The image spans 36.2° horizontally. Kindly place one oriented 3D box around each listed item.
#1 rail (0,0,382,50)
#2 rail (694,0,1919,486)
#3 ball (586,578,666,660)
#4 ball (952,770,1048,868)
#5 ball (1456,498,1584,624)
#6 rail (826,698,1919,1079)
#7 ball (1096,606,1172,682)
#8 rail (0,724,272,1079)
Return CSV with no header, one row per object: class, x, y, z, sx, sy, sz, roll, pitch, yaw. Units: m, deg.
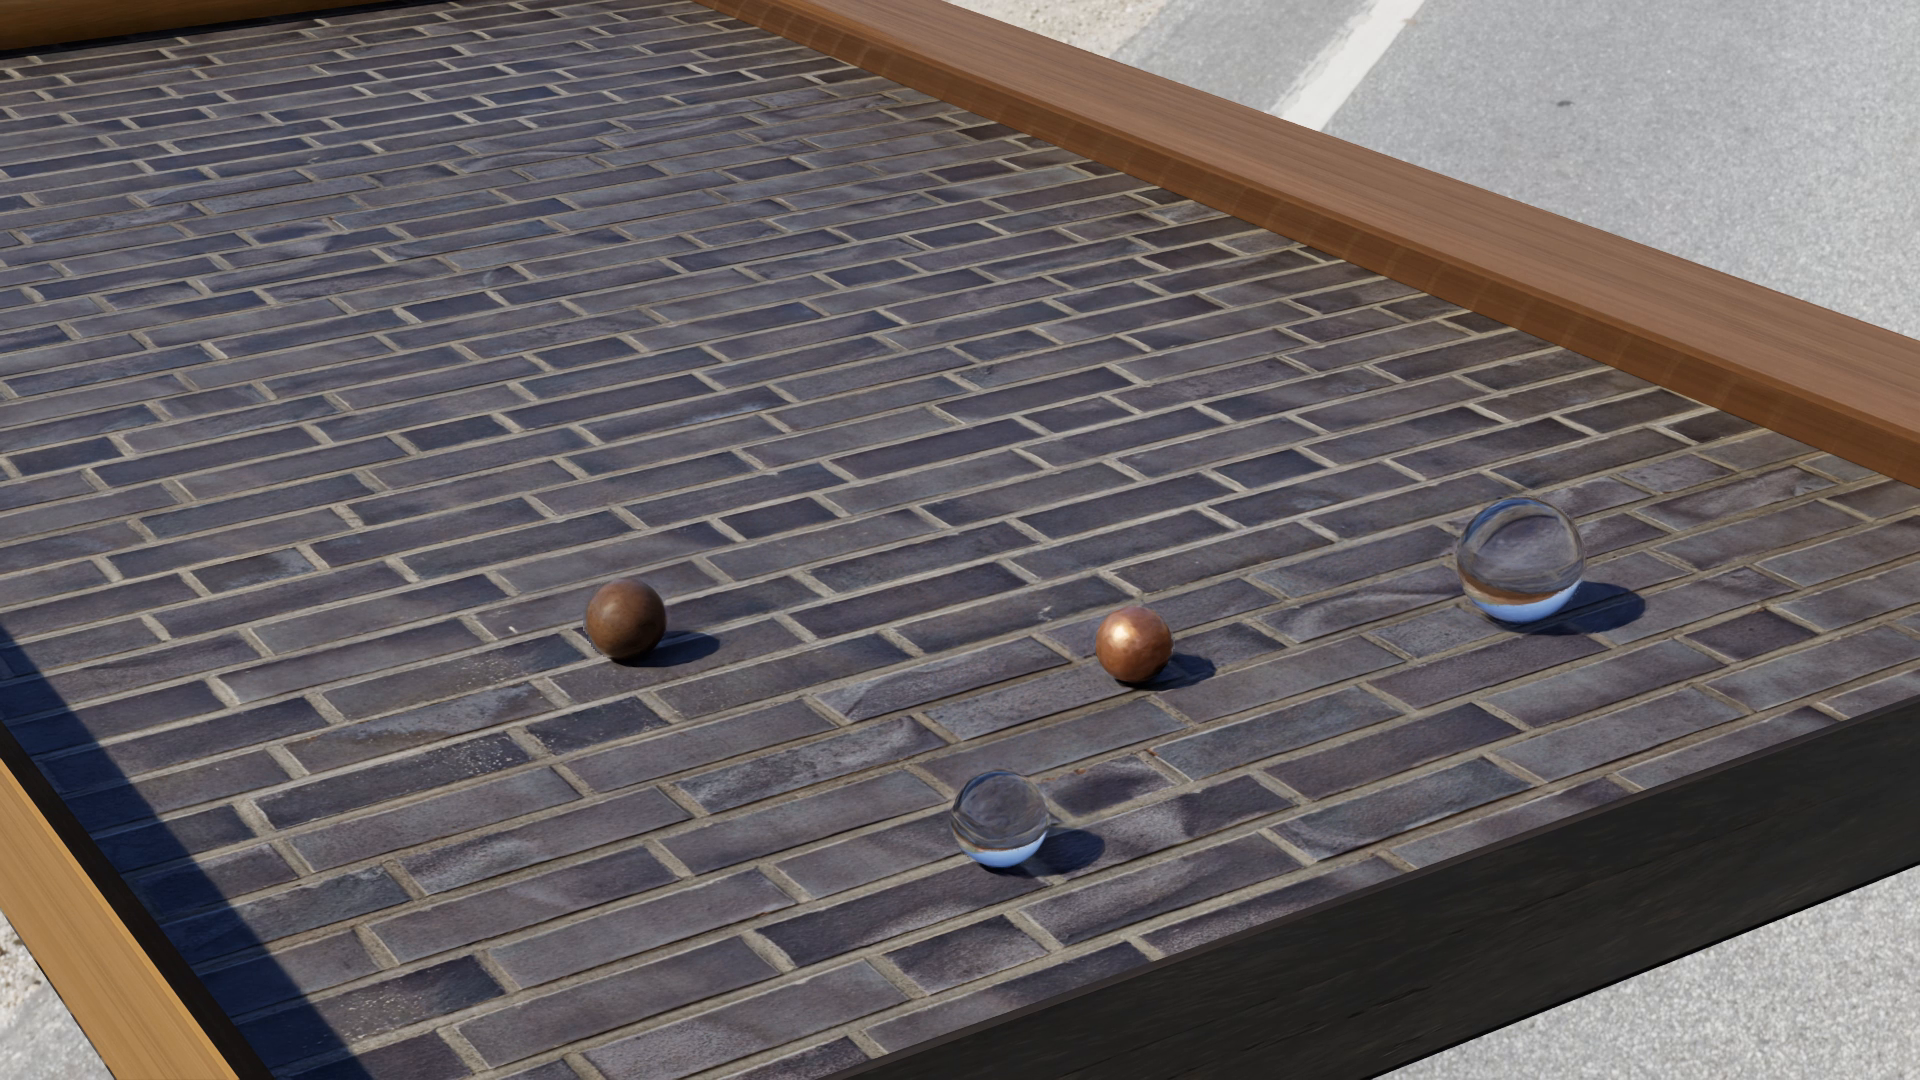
rail,-1.172,-0.743,4.005,1.592,0.126,0.045,-14,27,-30
rail,0.255,-0.433,3.274,0.045,0.126,2.926,-14,27,-30
ball,-0.250,0.059,2.200,0.061,0.061,0.061,0,23,0
ball,0.026,0.181,1.910,0.063,0.063,0.063,0,23,0
ball,0.430,0.016,2.256,0.097,0.097,0.097,0,23,0
rail,0.382,0.203,1.775,1.592,0.126,0.045,-14,27,-30
ball,0.128,0.077,2.164,0.057,0.057,0.057,0,23,0
rail,-1.045,-0.107,2.506,0.045,0.126,2.926,-14,27,-30
